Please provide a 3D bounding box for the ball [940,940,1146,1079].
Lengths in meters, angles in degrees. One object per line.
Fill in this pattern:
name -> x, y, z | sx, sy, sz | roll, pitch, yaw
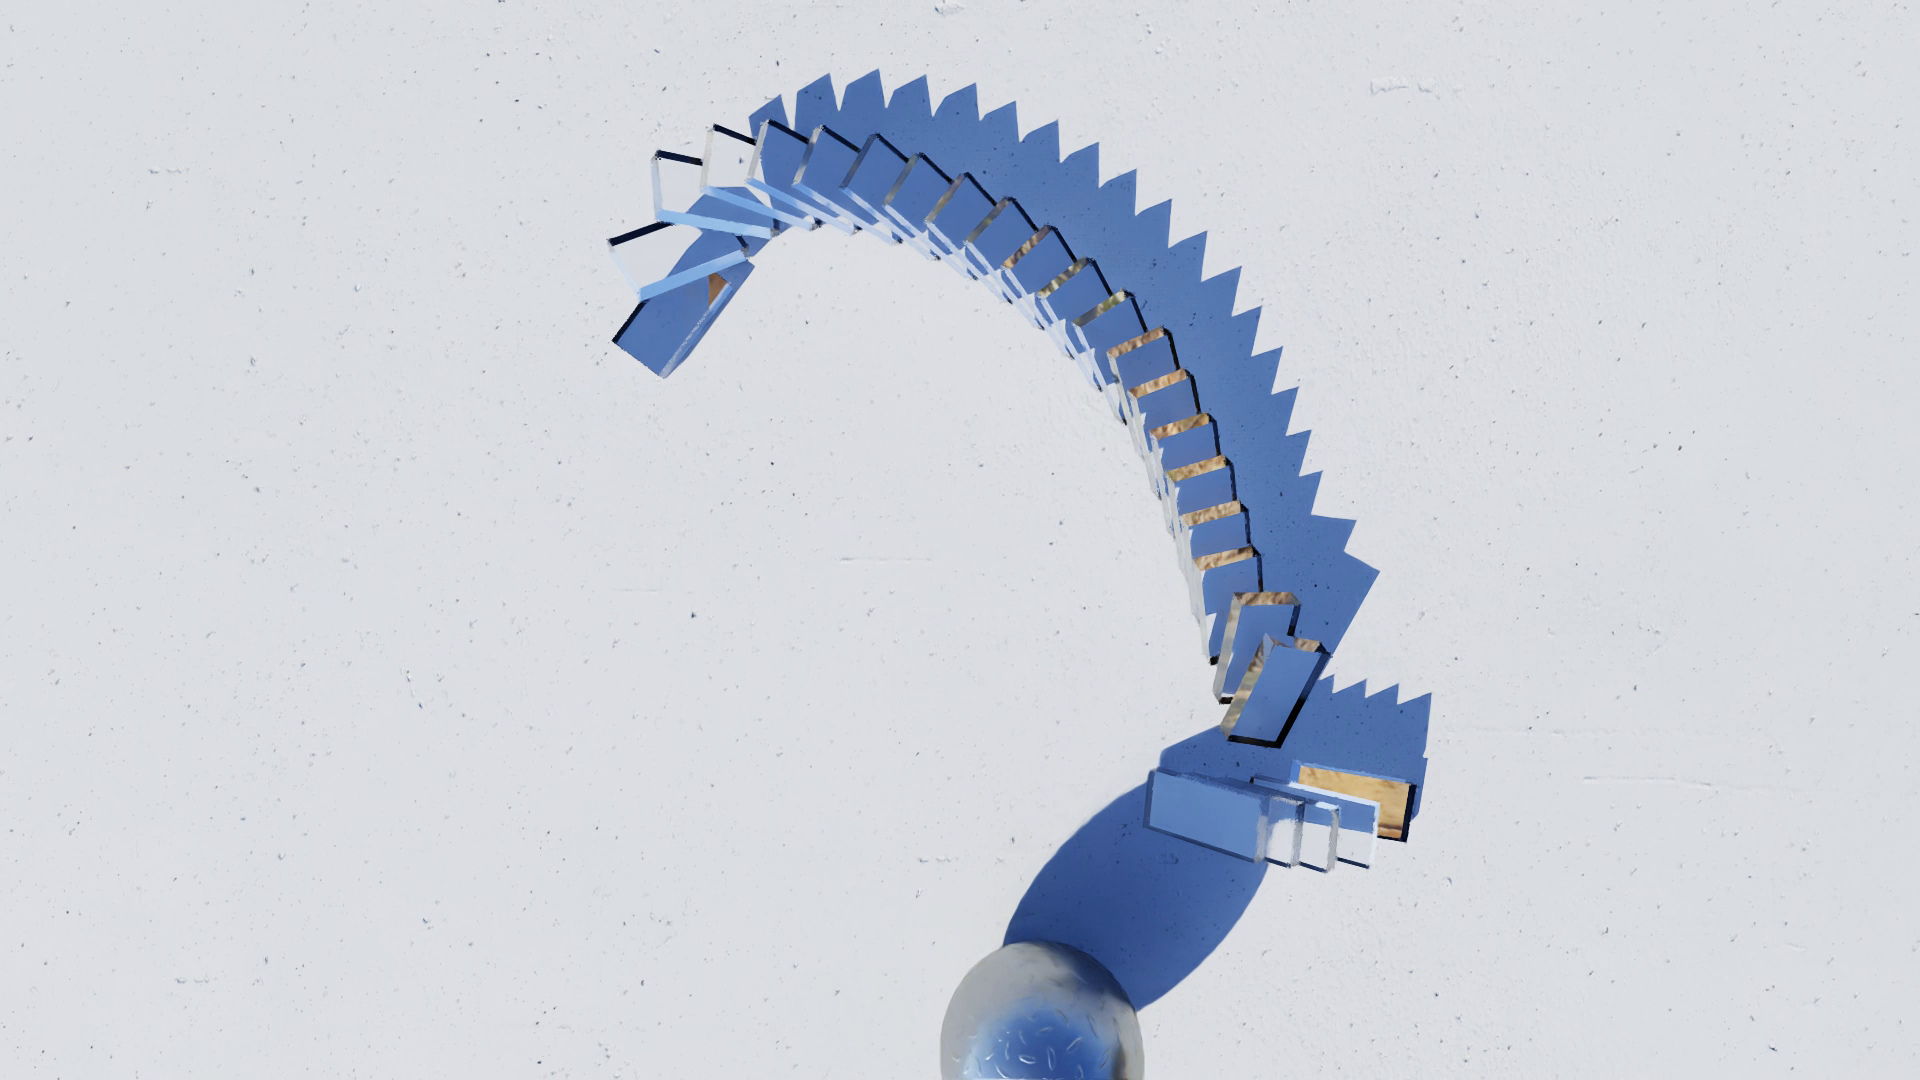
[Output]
ball -> 0.032, 0.200, 0.360 | 0.080, 0.080, 0.080 | 0, 90, 0

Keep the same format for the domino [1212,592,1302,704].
domino -> 0.123, 0.046, 0.383 | 0.025, 0.009, 0.050 | 0, 119, -6

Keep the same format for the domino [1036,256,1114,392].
domino -> 0.055, -0.090, 0.383 | 0.025, 0.010, 0.050 | -38, 122, 0

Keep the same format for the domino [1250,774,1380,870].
domino -> 0.146, 0.116, 0.382 | 0.050, 0.010, 0.025 | 6, 90, 35

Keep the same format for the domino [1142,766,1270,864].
domino -> 0.101, 0.113, 0.380 | 0.050, 0.009, 0.025 | 6, 90, 42

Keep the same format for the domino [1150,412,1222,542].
domino -> 0.096, -0.026, 0.383 | 0.025, 0.009, 0.050 | -18, 122, 0

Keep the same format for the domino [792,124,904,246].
domino -> -0.042, -0.147, 0.382 | 0.050, 0.009, 0.025 | 22, 89, -33

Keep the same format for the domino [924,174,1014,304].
domino -> 0.011, -0.125, 0.383 | 0.050, 0.009, 0.025 | 38, 90, -32

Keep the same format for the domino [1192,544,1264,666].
domino -> 0.113, 0.028, 0.383 | 0.025, 0.010, 0.050 | -15, 121, 0

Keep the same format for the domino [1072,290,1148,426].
domino -> 0.069, -0.076, 0.383 | 0.025, 0.009, 0.050 | -32, 122, 0

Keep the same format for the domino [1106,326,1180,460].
domino -> 0.080, -0.061, 0.383 | 0.025, 0.009, 0.050 | -24, 122, -1

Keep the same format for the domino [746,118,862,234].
domino -> -0.061, -0.150, 0.382 | 0.050, 0.009, 0.025 | 17, 88, -33

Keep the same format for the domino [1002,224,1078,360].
domino -> 0.042, -0.103, 0.383 | 0.025, 0.009, 0.050 | -42, 122, 0

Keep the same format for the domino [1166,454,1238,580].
domino -> 0.103, -0.009, 0.383 | 0.025, 0.010, 0.050 | -16, 122, 0

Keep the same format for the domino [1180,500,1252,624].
domino -> 0.108, 0.010, 0.383 | 0.025, 0.010, 0.050 | -15, 121, 0

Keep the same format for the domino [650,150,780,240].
domino -> -0.101, -0.143, 0.380 | 0.050, 0.010, 0.025 | -2, 83, -36

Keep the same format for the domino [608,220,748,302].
domino -> -0.117, -0.121, 0.384 | 0.050, 0.009, 0.025 | -31, 82, -25

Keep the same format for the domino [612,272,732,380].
domino -> -0.124, -0.098, 0.395 | 0.025, 0.009, 0.050 | 37, 90, 0

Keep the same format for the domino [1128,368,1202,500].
domino -> 0.089, -0.043, 0.383 | 0.025, 0.009, 0.050 | -22, 122, -1

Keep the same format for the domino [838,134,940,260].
domino -> -0.023, -0.142, 0.383 | 0.050, 0.009, 0.025 | 30, 90, -33

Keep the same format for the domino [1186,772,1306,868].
domino -> 0.115, 0.115, 0.380 | 0.050, 0.010, 0.025 | 6, 90, 42

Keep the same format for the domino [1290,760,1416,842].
domino -> 0.168, 0.113, 0.395 | 0.050, 0.010, 0.025 | 9, 90, 0

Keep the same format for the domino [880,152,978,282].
domino -> -0.006, -0.134, 0.383 | 0.050, 0.009, 0.025 | 33, 90, -32

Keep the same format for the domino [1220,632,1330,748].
domino -> 0.131, 0.063, 0.382 | 0.025, 0.009, 0.050 | 11, 117, -12

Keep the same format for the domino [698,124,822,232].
domino -> -0.081, -0.150, 0.381 | 0.050, 0.009, 0.025 | 9, 86, -34

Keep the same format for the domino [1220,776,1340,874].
domino -> 0.129, 0.117, 0.380 | 0.050, 0.010, 0.025 | 6, 90, 42

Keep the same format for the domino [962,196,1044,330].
domino -> 0.027, -0.115, 0.383 | 0.025, 0.010, 0.050 | -47, 122, 0
